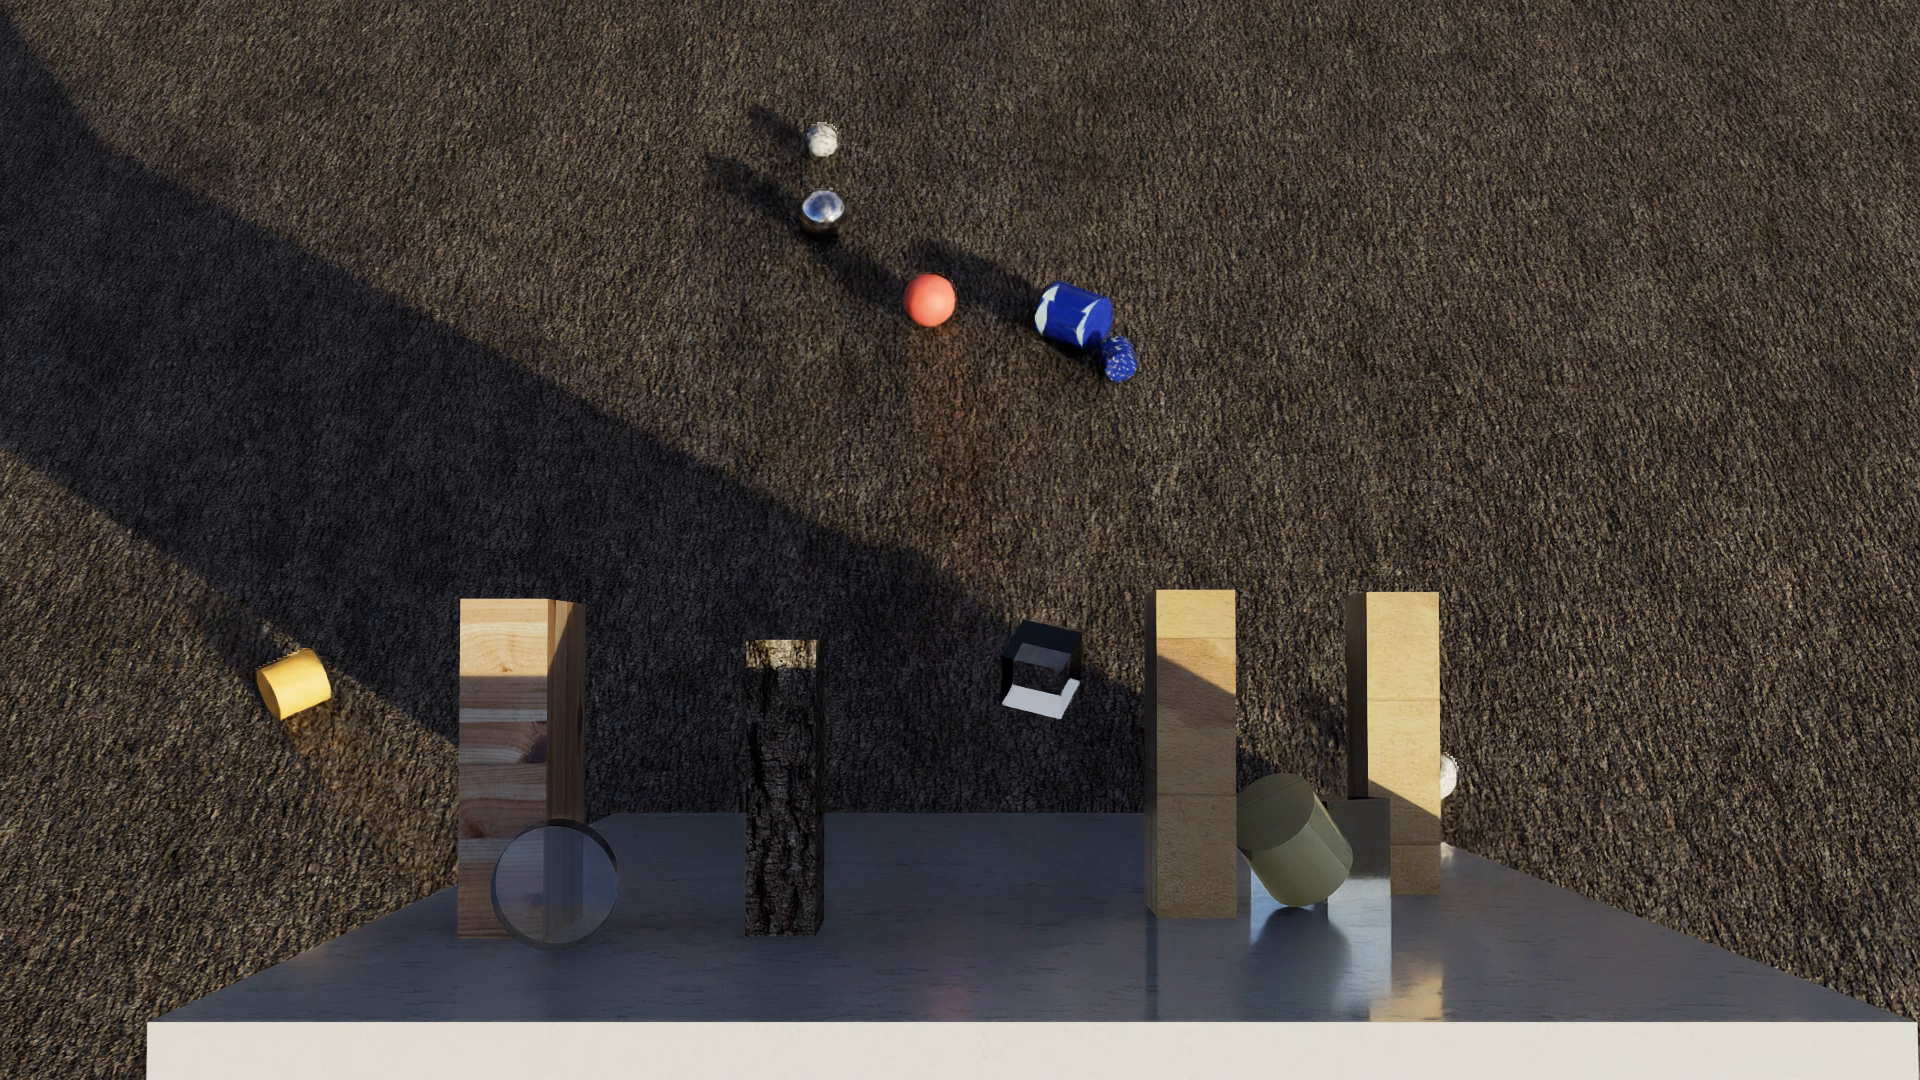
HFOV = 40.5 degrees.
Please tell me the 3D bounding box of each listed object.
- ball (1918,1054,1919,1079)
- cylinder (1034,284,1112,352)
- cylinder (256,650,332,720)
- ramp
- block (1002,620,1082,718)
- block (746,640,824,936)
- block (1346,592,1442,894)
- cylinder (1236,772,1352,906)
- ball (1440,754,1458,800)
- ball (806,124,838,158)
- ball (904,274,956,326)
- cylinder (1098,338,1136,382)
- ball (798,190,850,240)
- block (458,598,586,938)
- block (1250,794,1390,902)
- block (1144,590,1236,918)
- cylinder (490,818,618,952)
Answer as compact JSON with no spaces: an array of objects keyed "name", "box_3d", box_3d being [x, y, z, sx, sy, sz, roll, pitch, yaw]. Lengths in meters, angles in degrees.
[{"name":"ball","box_3d":[2.219,1.308,6.124,0.210,0.210,0.210,0,37,0]},{"name":"cylinder","box_3d":[0.385,-0.757,8.865,0.188,0.188,0.188,22,43,27]},{"name":"cylinder","box_3d":[-1.883,0.409,7.352,0.153,0.153,0.153,-25,44,-28]},{"name":"ramp","box_3d":[0.082,0.686,4.936,2.000,0.100,4.000,0,-3,0]},{"name":"block","box_3d":[0.232,0.366,7.391,0.179,0.179,0.179,13,39,16]},{"name":"block","box_3d":[-0.266,0.373,3.981,0.103,0.438,0.254,0,-3,0]},{"name":"block","box_3d":[0.776,0.360,4.669,0.126,0.527,0.243,0,-3,0]},{"name":"cylinder","box_3d":[0.546,0.496,4.305,0.158,0.158,0.158,-22,38,19]},{"name":"ball","box_3d":[1.287,0.642,7.069,0.129,0.129,0.129,0,37,0]},{"name":"ball","box_3d":[-0.529,-1.522,9.928,0.123,0.123,0.123,0,37,0]},{"name":"ball","box_3d":[-0.105,-0.826,8.963,0.181,0.181,0.181,0,37,0]},{"name":"cylinder","box_3d":[0.529,-0.605,8.731,0.107,0.107,0.107,-6,37,-8]},{"name":"ball","box_3d":[-0.493,-1.176,9.423,0.182,0.182,0.182,0,37,0]},{"name":"block","box_3d":[-0.673,0.345,4.024,0.129,0.498,0.393,0,-3,0]},{"name":"block","box_3d":[0.624,0.531,4.506,0.170,0.170,0.170,2,-4,-43]},{"name":"block","box_3d":[0.376,0.345,4.268,0.125,0.520,0.273,0,-3,0]},{"name":"cylinder","box_3d":[-0.580,0.493,3.736,0.176,0.176,0.176,-5,-2,-7]}]
